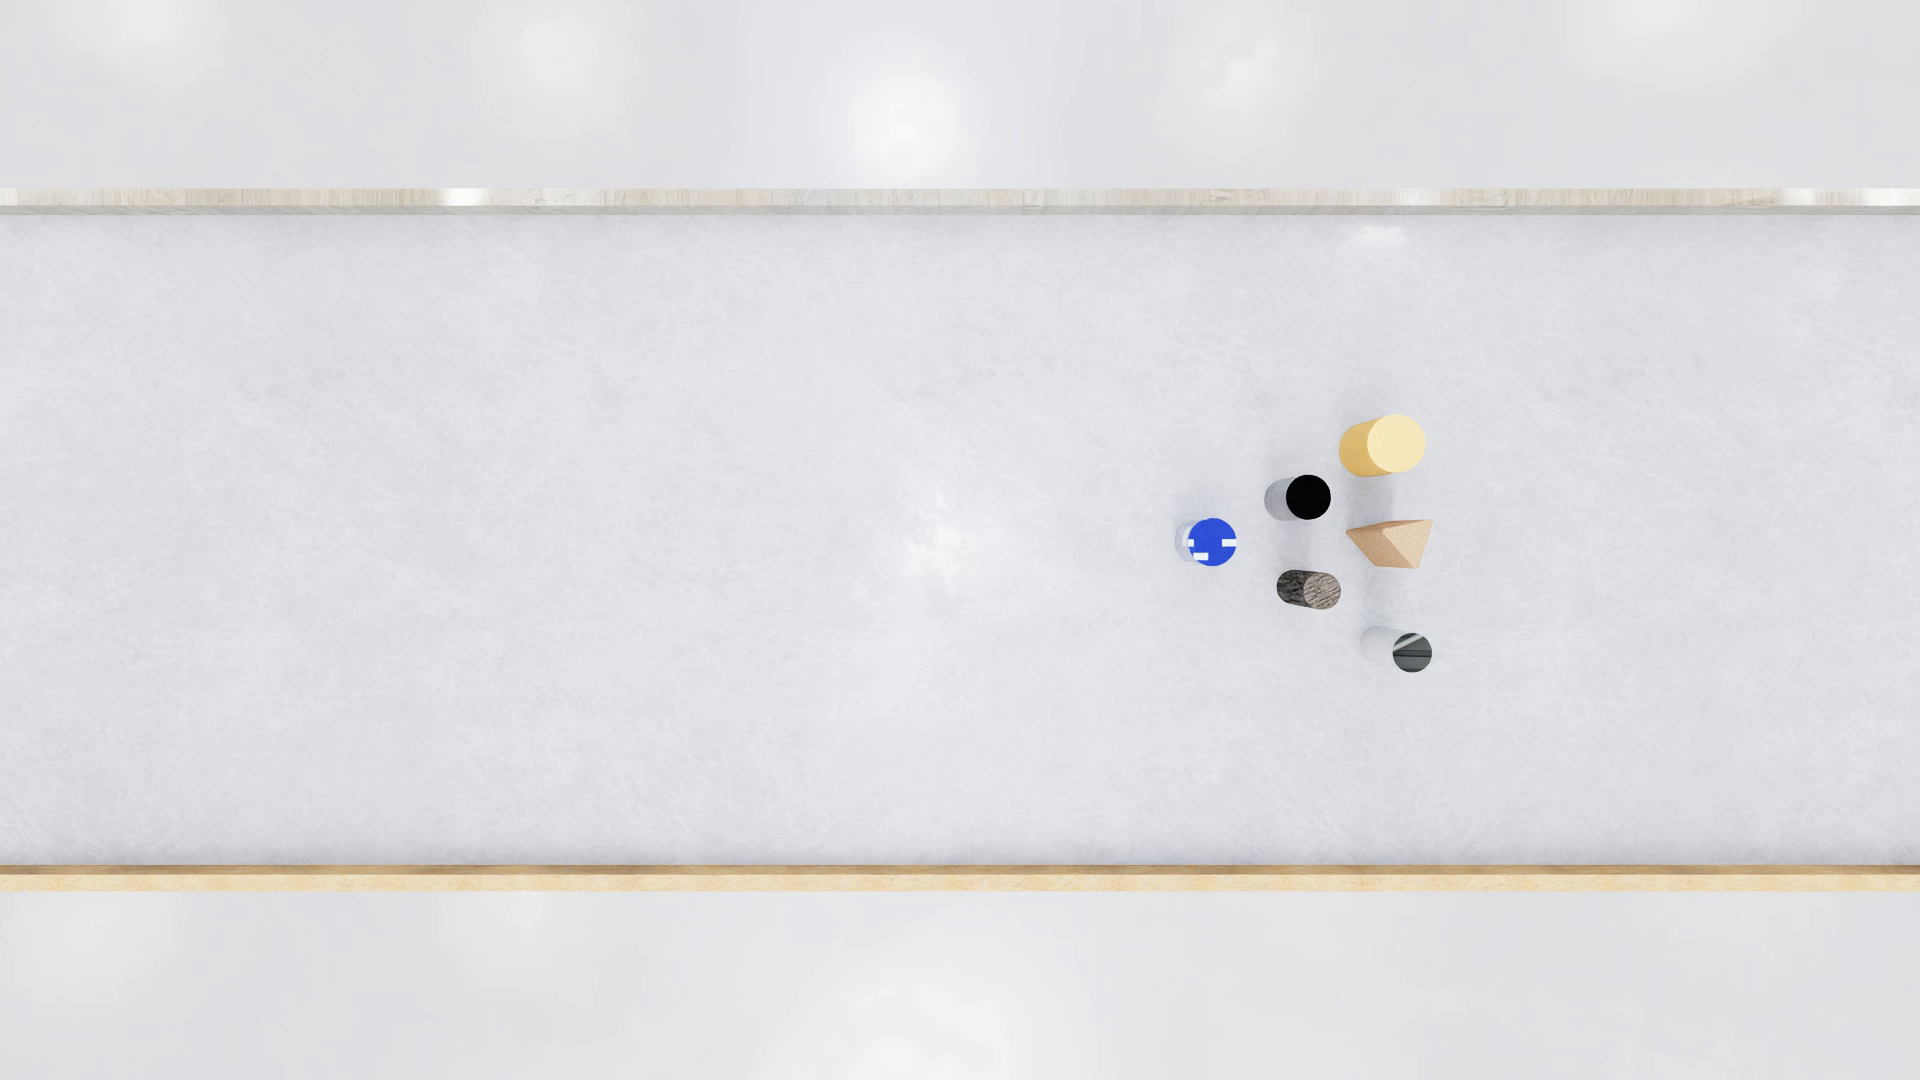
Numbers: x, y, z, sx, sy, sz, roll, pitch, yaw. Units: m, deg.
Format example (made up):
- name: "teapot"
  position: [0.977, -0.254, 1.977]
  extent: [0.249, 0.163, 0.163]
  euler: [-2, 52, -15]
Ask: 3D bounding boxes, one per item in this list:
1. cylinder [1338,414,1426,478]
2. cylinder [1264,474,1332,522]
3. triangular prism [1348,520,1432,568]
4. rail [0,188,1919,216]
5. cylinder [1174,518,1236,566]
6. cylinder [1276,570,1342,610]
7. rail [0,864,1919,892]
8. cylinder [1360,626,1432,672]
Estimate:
- name: "cylinder"
  position: [1.249, -0.277, 4.899]
  extent: [0.167, 0.355, 0.167]
  euler: [0, 90, 0]
- name: "cylinder"
  position: [1.001, -0.123, 4.907]
  extent: [0.131, 0.339, 0.131]
  euler: [0, 90, 0]
- name: "triangular prism"
  position: [1.281, -0.015, 4.854]
  extent: [0.125, 0.444, 0.144]
  euler: [-42, 90, 0]
- name: "rail"
  position: [-2.247, -1.025, 5.002]
  extent: [12.000, 0.150, 0.050]
  euler: [0, 90, 0]
- name: "cylinder"
  position: [0.731, 0.006, 4.926]
  extent: [0.141, 0.301, 0.141]
  euler: [0, 90, 0]
- name: "cylinder"
  position: [1.027, 0.145, 4.877]
  extent: [0.107, 0.399, 0.107]
  euler: [0, 90, 0]
- name: "rail"
  position: [-2.247, 1.025, 5.001]
  extent: [12.000, 0.150, 0.050]
  euler: [0, 90, 0]
- name: "cylinder"
  position: [1.287, 0.321, 4.885]
  extent: [0.114, 0.382, 0.114]
  euler: [0, 90, 0]
